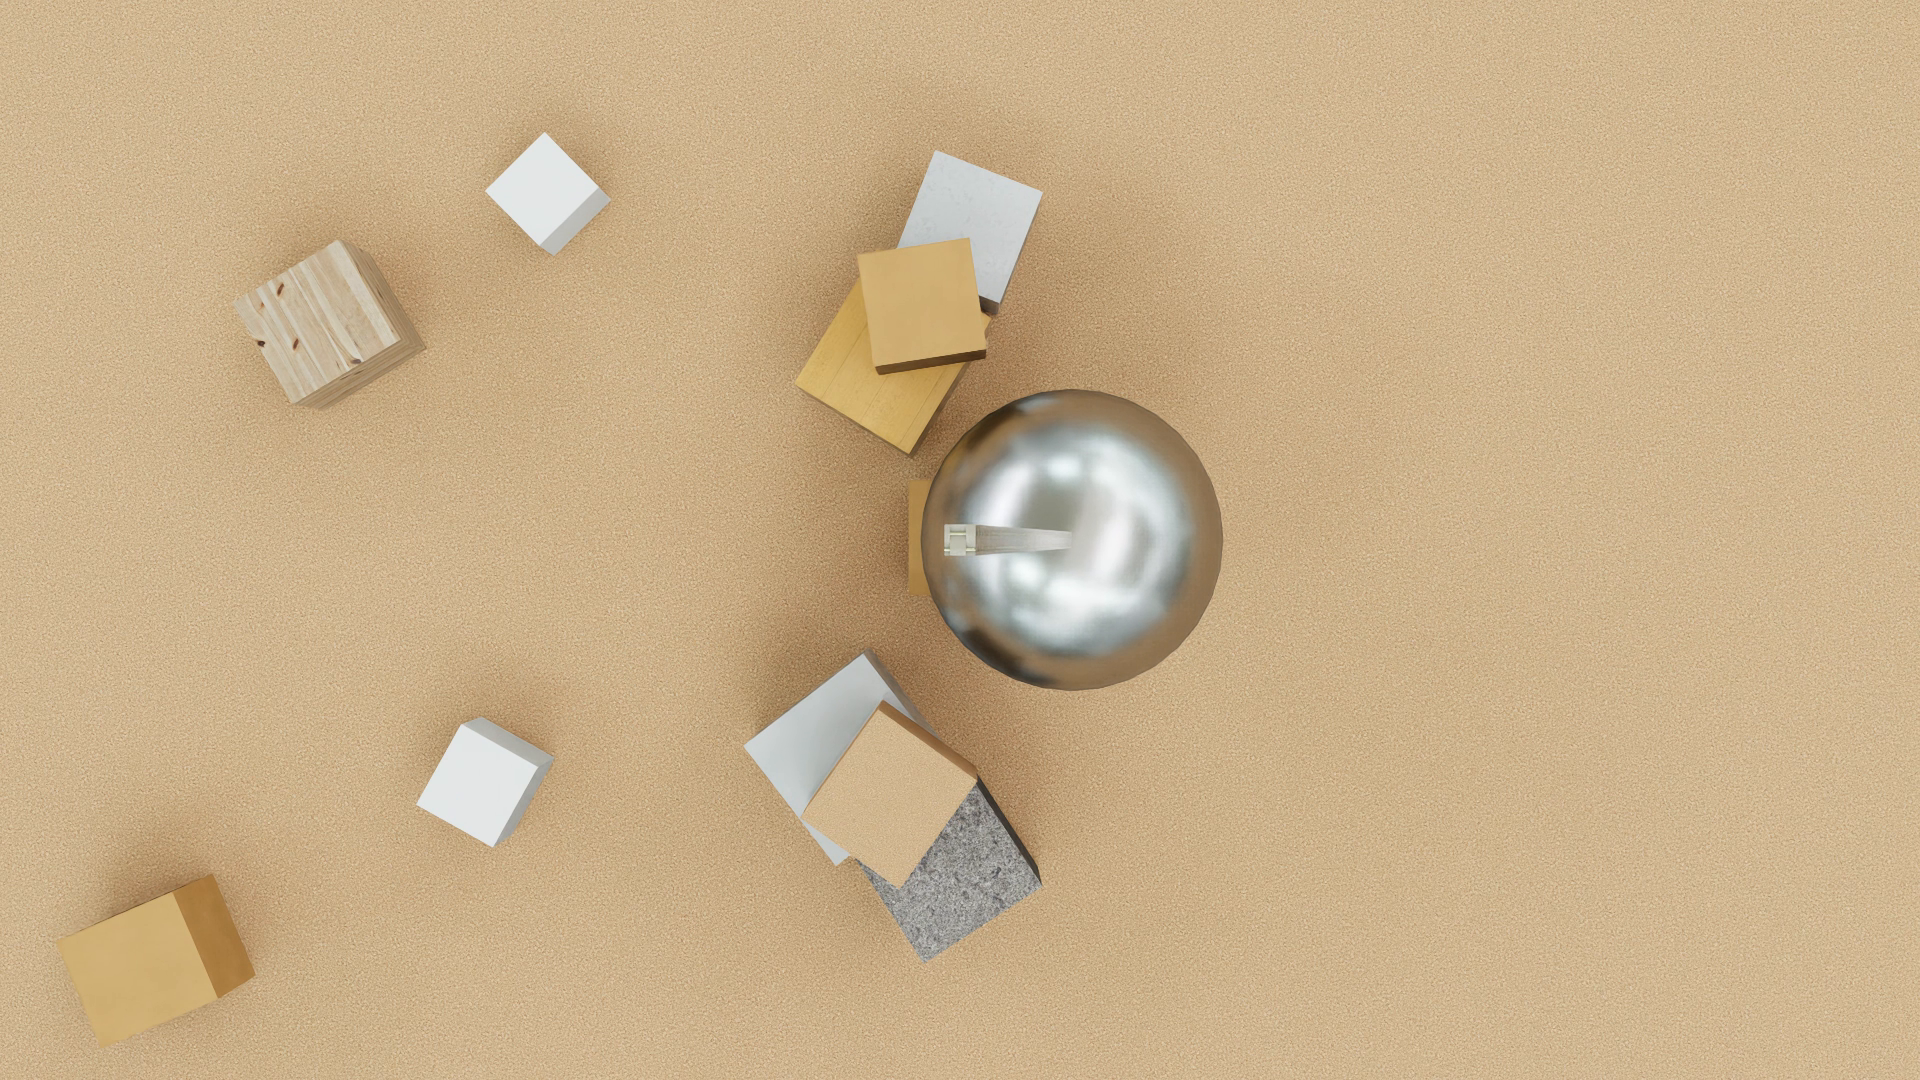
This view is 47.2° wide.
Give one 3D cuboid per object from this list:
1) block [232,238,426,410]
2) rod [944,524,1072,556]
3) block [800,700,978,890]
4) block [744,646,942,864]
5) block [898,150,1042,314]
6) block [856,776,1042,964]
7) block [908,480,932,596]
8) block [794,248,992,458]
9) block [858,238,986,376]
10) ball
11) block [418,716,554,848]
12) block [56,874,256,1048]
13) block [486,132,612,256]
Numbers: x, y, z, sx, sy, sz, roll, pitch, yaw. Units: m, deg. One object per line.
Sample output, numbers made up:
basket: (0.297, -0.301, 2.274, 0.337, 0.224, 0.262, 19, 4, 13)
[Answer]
block: (-3.623, -1.232, 12.691, 0.707, 0.617, 0.663, -31, 90, 0)
rod: (0.255, 0.000, 8.243, 0.080, 5.200, 0.080, 0, 90, 6)
block: (-0.370, 1.348, 11.790, 0.637, 0.727, 0.694, 36, 90, 0)
block: (-0.611, 1.214, 12.577, 0.835, 0.846, 0.837, -38, 90, 0)
block: (0.042, -1.762, 12.678, 0.650, 0.643, 0.670, 21, 90, 0)
block: (-0.073, 1.836, 12.625, 0.790, 0.751, 0.739, -33, 90, 0)
block: (0.029, -0.013, 12.694, 0.633, 0.611, 0.648, 0, 90, 0)
block: (-0.371, -1.046, 12.589, 0.745, 0.823, 0.880, 31, 90, 0)
block: (-0.200, -1.250, 11.860, 0.597, 0.635, 0.593, -9, 90, 0)
ball: (0.588, 0.000, 11.626, 1.600, 1.600, 1.600, 0, 90, 0)
block: (-2.738, 1.394, 12.734, 0.497, 0.532, 0.522, 29, 90, 0)
block: (-4.617, 2.412, 12.666, 0.712, 0.667, 0.655, -23, 90, 0)
block: (-2.383, -2.002, 12.768, 0.477, 0.463, 0.440, -45, 90, 0)
